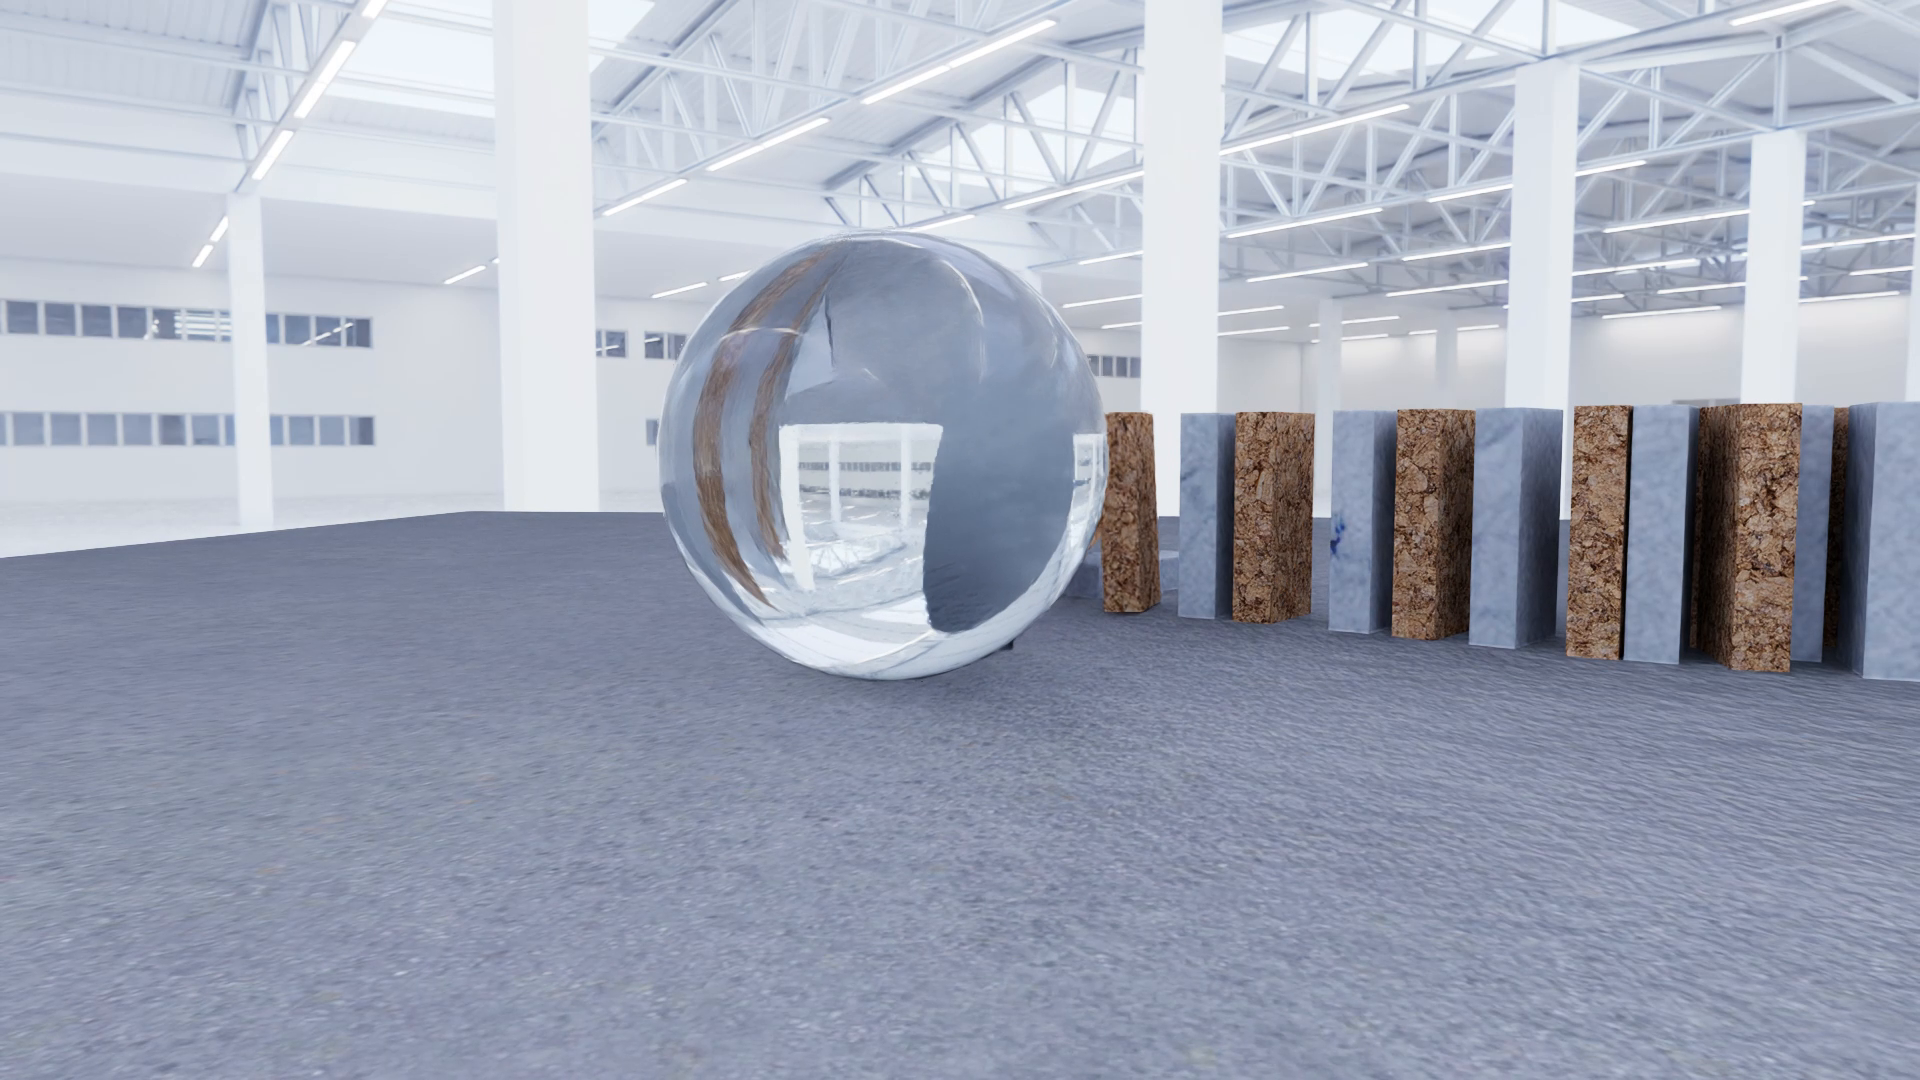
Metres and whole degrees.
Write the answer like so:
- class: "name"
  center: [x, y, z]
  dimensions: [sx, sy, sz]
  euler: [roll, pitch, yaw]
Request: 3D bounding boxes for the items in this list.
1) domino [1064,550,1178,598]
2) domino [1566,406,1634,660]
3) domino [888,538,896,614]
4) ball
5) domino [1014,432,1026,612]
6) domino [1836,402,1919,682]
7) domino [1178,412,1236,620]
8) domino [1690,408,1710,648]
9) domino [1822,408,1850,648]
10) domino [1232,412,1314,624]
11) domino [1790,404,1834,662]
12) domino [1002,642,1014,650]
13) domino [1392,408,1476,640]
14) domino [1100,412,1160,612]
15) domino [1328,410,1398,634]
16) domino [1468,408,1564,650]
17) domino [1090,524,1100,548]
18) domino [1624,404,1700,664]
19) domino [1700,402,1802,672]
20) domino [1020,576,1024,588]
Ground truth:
- class: "domino"
  center: [0.048, 0.009, 0.379]
  dimensions: [0.050, 0.009, 0.025]
  euler: [-4, 6, -42]
- class: "domino"
  center: [0.133, -0.002, 0.264]
  dimensions: [0.009, 0.050, 0.025]
  euler: [3, 5, 35]
- class: "domino"
  center: [-0.002, -0.003, 0.299]
  dimensions: [0.025, 0.050, 0.010]
  euler: [0, -33, 4]
- class: "ball"
  center: [-0.013, -0.015, 0.230]
  dimensions: [0.080, 0.080, 0.080]
  euler: [0, 4, 0]
- class: "domino"
  center: [0.004, -0.005, 0.335]
  dimensions: [0.025, 0.050, 0.009]
  euler: [0, -33, 6]
- class: "domino"
  center: [0.174, 0.000, 0.241]
  dimensions: [0.010, 0.050, 0.025]
  euler: [2, 5, 25]
- class: "domino"
  center: [0.065, -0.007, 0.322]
  dimensions: [0.010, 0.050, 0.025]
  euler: [3, 5, 33]
- class: "domino"
  center: [0.161, -0.003, 0.276]
  dimensions: [0.025, 0.050, 0.010]
  euler: [-3, 5, -32]
- class: "domino"
  center: [0.187, -0.002, 0.262]
  dimensions: [0.009, 0.050, 0.025]
  euler: [0, 4, -6]
- class: "domino"
  center: [0.077, -0.006, 0.314]
  dimensions: [0.009, 0.050, 0.025]
  euler: [3, 5, 37]
- class: "domino"
  center: [0.170, -0.002, 0.261]
  dimensions: [0.010, 0.050, 0.025]
  euler: [3, 5, 31]
- class: "domino"
  center: [-0.001, -0.001, 0.275]
  dimensions: [0.025, 0.050, 0.010]
  euler: [0, -33, 4]
- class: "domino"
  center: [0.107, -0.004, 0.288]
  dimensions: [0.010, 0.050, 0.025]
  euler: [4, 6, 42]
- class: "domino"
  center: [0.044, -0.008, 0.333]
  dimensions: [0.010, 0.050, 0.025]
  euler: [-2, 3, 20]
- class: "domino"
  center: [0.096, -0.005, 0.298]
  dimensions: [0.010, 0.050, 0.025]
  euler: [4, 6, 40]
- class: "domino"
  center: [0.120, -0.003, 0.277]
  dimensions: [0.010, 0.050, 0.025]
  euler: [4, 6, 43]
- class: "domino"
  center: [0.027, -0.003, 0.370]
  dimensions: [0.025, 0.010, 0.050]
  euler: [0, 35, 43]
- class: "domino"
  center: [0.142, -0.002, 0.259]
  dimensions: [0.009, 0.050, 0.025]
  euler: [3, 5, 34]
- class: "domino"
  center: [0.154, -0.001, 0.251]
  dimensions: [0.010, 0.050, 0.025]
  euler: [1, 5, 18]
- class: "domino"
  center: [0.001, 0.000, 0.358]
  dimensions: [0.025, 0.010, 0.050]
  euler: [-11, 25, -1]
